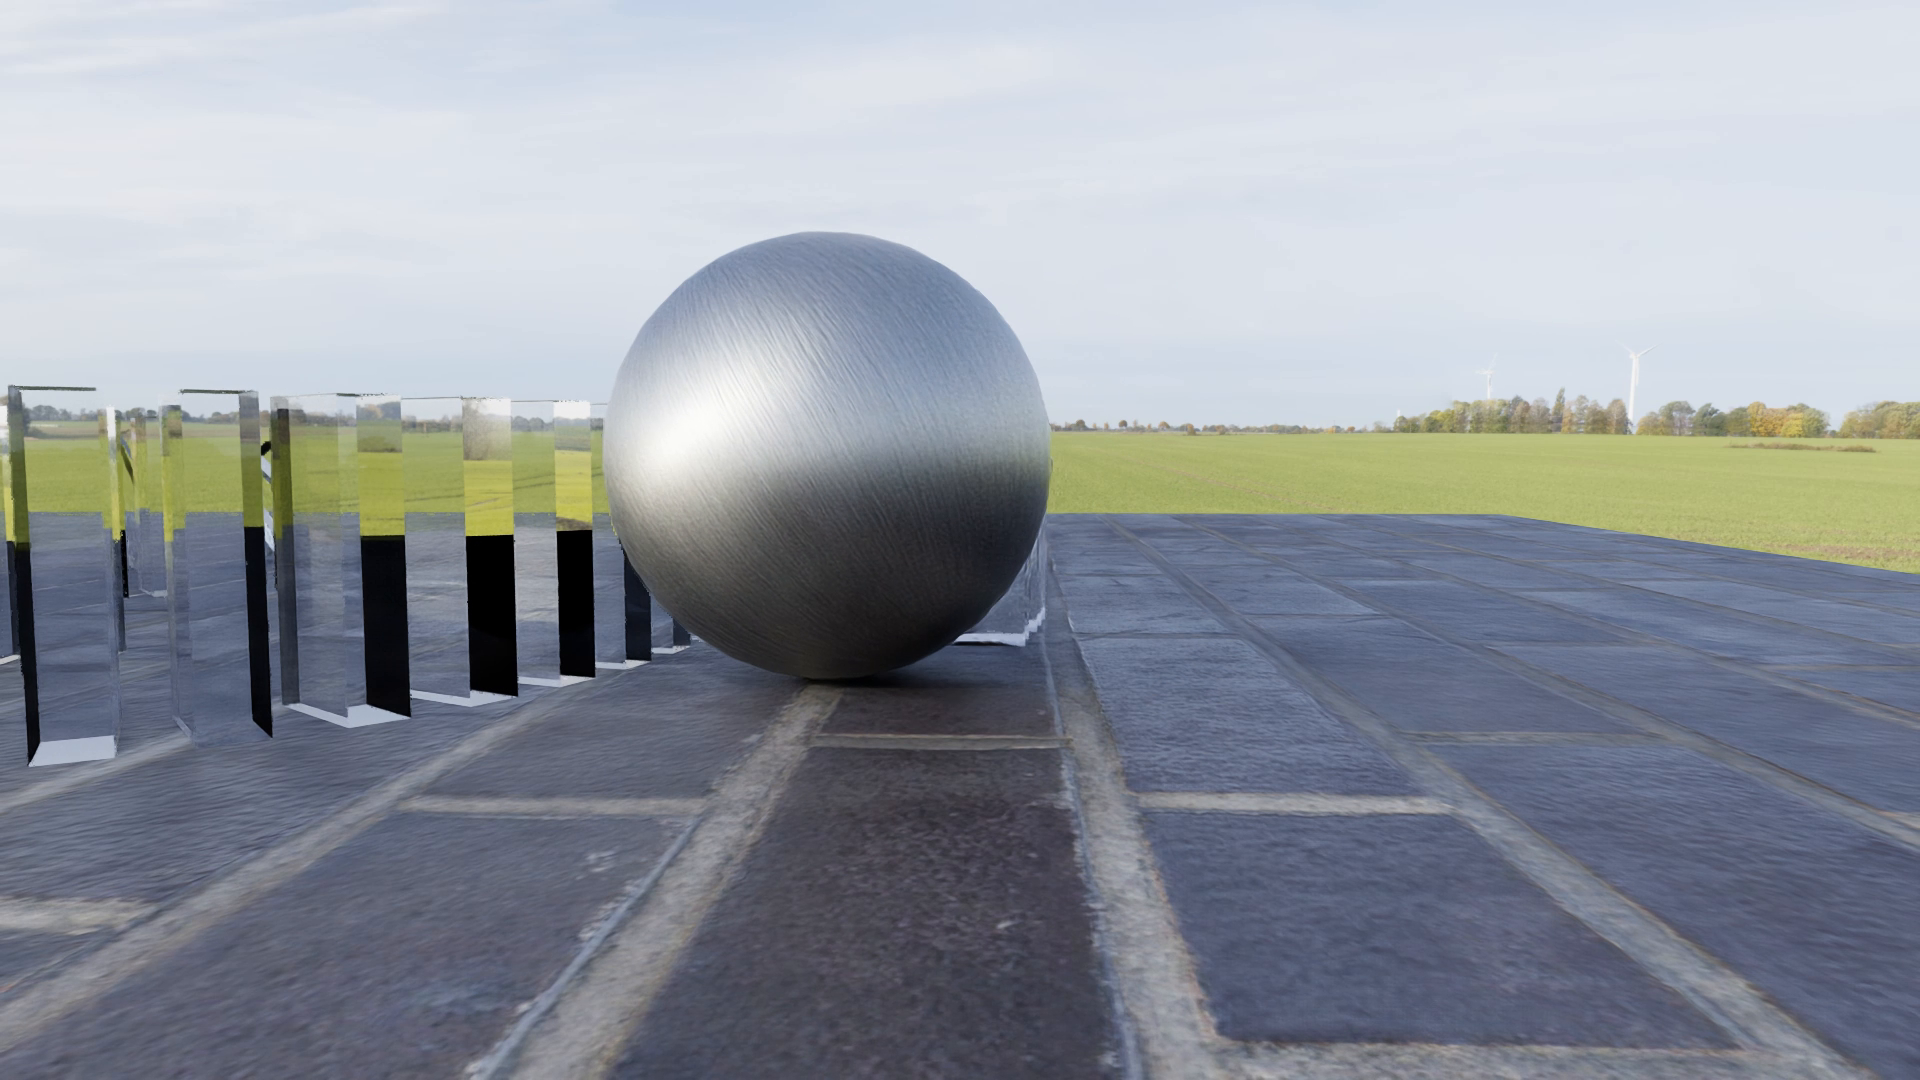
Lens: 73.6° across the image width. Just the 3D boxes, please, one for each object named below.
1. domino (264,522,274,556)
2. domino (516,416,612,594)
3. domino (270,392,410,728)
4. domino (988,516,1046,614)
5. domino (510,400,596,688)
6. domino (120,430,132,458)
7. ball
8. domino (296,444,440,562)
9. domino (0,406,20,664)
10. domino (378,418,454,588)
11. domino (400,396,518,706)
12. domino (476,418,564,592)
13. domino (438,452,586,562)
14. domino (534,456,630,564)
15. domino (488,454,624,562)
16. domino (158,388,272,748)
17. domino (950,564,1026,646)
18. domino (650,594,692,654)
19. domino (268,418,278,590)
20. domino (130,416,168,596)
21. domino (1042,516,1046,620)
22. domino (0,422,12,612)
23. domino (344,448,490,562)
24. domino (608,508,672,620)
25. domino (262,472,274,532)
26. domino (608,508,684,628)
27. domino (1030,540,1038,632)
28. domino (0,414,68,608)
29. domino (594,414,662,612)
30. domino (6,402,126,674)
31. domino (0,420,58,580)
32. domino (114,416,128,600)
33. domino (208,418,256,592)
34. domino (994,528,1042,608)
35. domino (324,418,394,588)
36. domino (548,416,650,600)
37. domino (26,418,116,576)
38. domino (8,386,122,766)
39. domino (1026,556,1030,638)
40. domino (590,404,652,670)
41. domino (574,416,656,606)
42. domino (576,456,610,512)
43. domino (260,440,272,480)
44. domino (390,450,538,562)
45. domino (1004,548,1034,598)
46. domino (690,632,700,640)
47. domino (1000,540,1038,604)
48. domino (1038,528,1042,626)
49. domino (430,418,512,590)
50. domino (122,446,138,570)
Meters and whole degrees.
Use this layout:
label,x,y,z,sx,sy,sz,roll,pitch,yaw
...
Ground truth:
label,x,y,z,sx,sy,sz,roll,pitch,yaw
domino,-0.259,-0.015,0.451,0.010,0.050,0.025,-33,15,-17
domino,-0.115,-0.010,0.373,0.010,0.050,0.025,3,5,35
domino,-0.098,0.002,0.202,0.025,0.050,0.010,4,6,41
domino,0.009,-0.007,0.327,0.025,0.050,0.010,0,-20,4
domino,-0.080,0.000,0.232,0.025,0.050,0.009,2,5,23
domino,-0.272,-0.015,0.443,0.010,0.050,0.025,-29,17,-24
ball,-0.023,-0.015,0.232,0.080,0.080,0.080,0,4,0
domino,-0.215,-0.014,0.468,0.010,0.050,0.025,-44,8,-2
domino,-0.190,-0.001,0.244,0.010,0.050,0.025,-1,4,-13
domino,-0.164,-0.012,0.389,0.009,0.050,0.025,0,4,5
domino,-0.088,0.001,0.216,0.025,0.050,0.009,3,5,31
domino,-0.130,-0.011,0.381,0.010,0.050,0.025,2,5,22
domino,-0.165,-0.013,0.475,0.050,0.010,0.025,40,7,1
domino,-0.130,-0.012,0.472,0.050,0.009,0.025,41,17,14
domino,-0.147,-0.012,0.475,0.050,0.009,0.025,40,12,8
domino,-0.111,0.003,0.190,0.010,0.050,0.025,-3,5,-38
domino,0.002,-0.003,0.275,0.025,0.050,0.010,0,-20,4
domino,-0.070,-0.002,0.266,0.025,0.050,0.009,1,4,10
domino,-0.199,-0.011,0.386,0.010,0.050,0.025,-1,5,-18
domino,-0.229,-0.010,0.368,0.009,0.050,0.025,-4,6,-41
domino,0.009,-0.006,0.316,0.025,0.050,0.010,0,-20,4
domino,-0.256,-0.007,0.324,0.025,0.050,0.009,1,4,9
domino,-0.199,-0.013,0.472,0.050,0.010,0.025,43,1,-5
domino,-0.074,-0.006,0.317,0.025,0.050,0.009,-2,5,-21
domino,-0.246,-0.015,0.458,0.010,0.050,0.025,-38,14,-12
domino,-0.069,-0.005,0.300,0.025,0.050,0.010,-1,4,-10
domino,0.006,-0.004,0.296,0.025,0.050,0.009,0,-20,4
domino,-0.251,-0.008,0.341,0.025,0.050,0.010,2,5,26
domino,-0.081,-0.007,0.333,0.025,0.050,0.009,-2,5,-29
domino,-0.173,-0.001,0.249,0.010,0.050,0.025,-1,4,-16
domino,-0.302,-0.014,0.413,0.025,0.050,0.010,4,7,40
domino,-0.241,-0.009,0.355,0.025,0.050,0.010,4,6,40
domino,-0.215,-0.011,0.378,0.009,0.050,0.025,-3,5,-32
domino,0.009,-0.007,0.337,0.025,0.050,0.010,0,-21,4
domino,-0.182,-0.012,0.389,0.009,0.050,0.025,0,4,-4
domino,-0.102,-0.010,0.361,0.025,0.050,0.010,-4,6,-43
domino,-0.293,-0.015,0.423,0.025,0.050,0.009,4,16,44
domino,-0.125,0.004,0.180,0.010,0.050,0.025,-3,5,-31
domino,0.003,-0.004,0.286,0.025,0.050,0.009,0,-20,4
domino,-0.074,-0.001,0.249,0.025,0.050,0.010,1,4,16
domino,-0.090,-0.009,0.348,0.025,0.050,0.010,-3,5,-36
domino,-0.114,-0.011,0.467,0.050,0.009,0.025,41,20,18
domino,-0.231,-0.014,0.464,0.009,0.050,0.025,-41,11,-7
domino,-0.182,-0.013,0.474,0.050,0.009,0.025,41,3,-3
domino,0.009,-0.010,0.359,0.025,0.050,0.010,6,-20,6
domino,-0.068,-0.004,0.283,0.025,0.050,0.009,0,4,2
domino,0.008,-0.008,0.348,0.025,0.050,0.010,0,-21,4
domino,0.007,-0.005,0.306,0.025,0.050,0.009,0,-20,4
domino,-0.147,-0.011,0.386,0.009,0.050,0.025,1,4,12
domino,-0.283,-0.015,0.433,0.009,0.050,0.025,-25,18,-35
